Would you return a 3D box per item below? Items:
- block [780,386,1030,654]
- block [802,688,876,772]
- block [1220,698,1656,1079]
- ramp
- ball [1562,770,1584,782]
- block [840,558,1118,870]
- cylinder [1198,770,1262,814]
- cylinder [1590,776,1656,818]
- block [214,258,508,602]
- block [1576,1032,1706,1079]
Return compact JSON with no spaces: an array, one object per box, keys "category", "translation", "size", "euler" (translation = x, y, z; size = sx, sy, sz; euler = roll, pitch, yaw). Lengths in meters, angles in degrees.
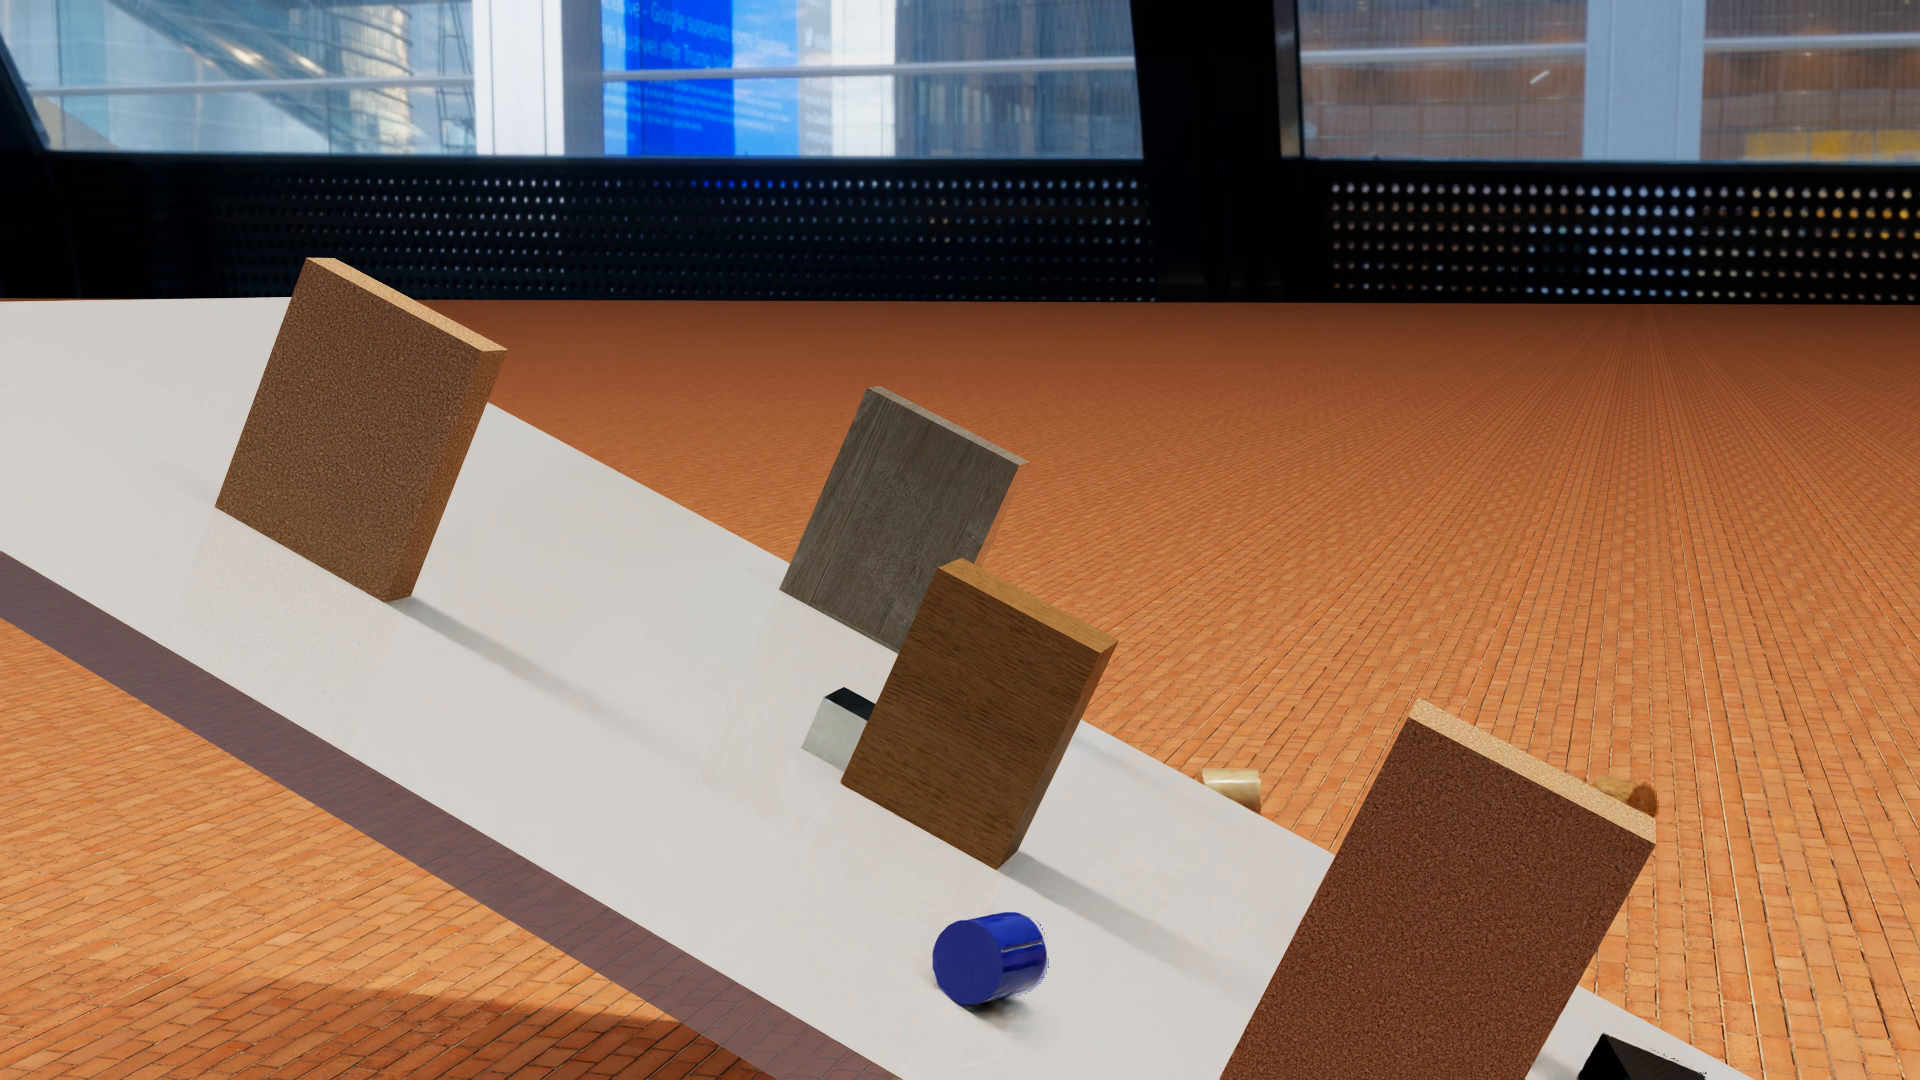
[{"category":"block","translation":[-0.128,-0.030,4.932],"size":[0.387,0.509,0.087],"euler":[28,14,12]},{"category":"block","translation":[-0.213,0.360,4.154],"size":[0.110,0.110,0.110],"euler":[28,14,12]},{"category":"block","translation":[0.603,0.650,3.015],"size":[0.350,0.784,0.139],"euler":[28,14,12]},{"category":"ramp","translation":[-0.264,0.451,4.170],"size":[4.000,0.100,2.000],"euler":[28,14,12]},{"category":"ball","translation":[1.999,0.868,7.327],"size":[0.203,0.203,0.203],"euler":[0,7,0]},{"category":"block","translation":[0.034,0.315,4.026],"size":[0.331,0.450,0.146],"euler":[28,14,12]},{"category":"cylinder","translation":[0.903,0.868,7.392],"size":[0.189,0.189,0.189],"euler":[0,7,-2]},{"category":"cylinder","translation":[2.210,0.885,7.353],"size":[0.162,0.162,0.162],"euler":[-4,8,-33]},{"category":"block","translation":[-1.078,-0.198,3.944],"size":[0.381,0.496,0.089],"euler":[28,14,12]},{"category":"block","translation":[1.195,1.032,3.846],"size":[0.204,0.204,0.204],"euler":[23,13,-6]}]
